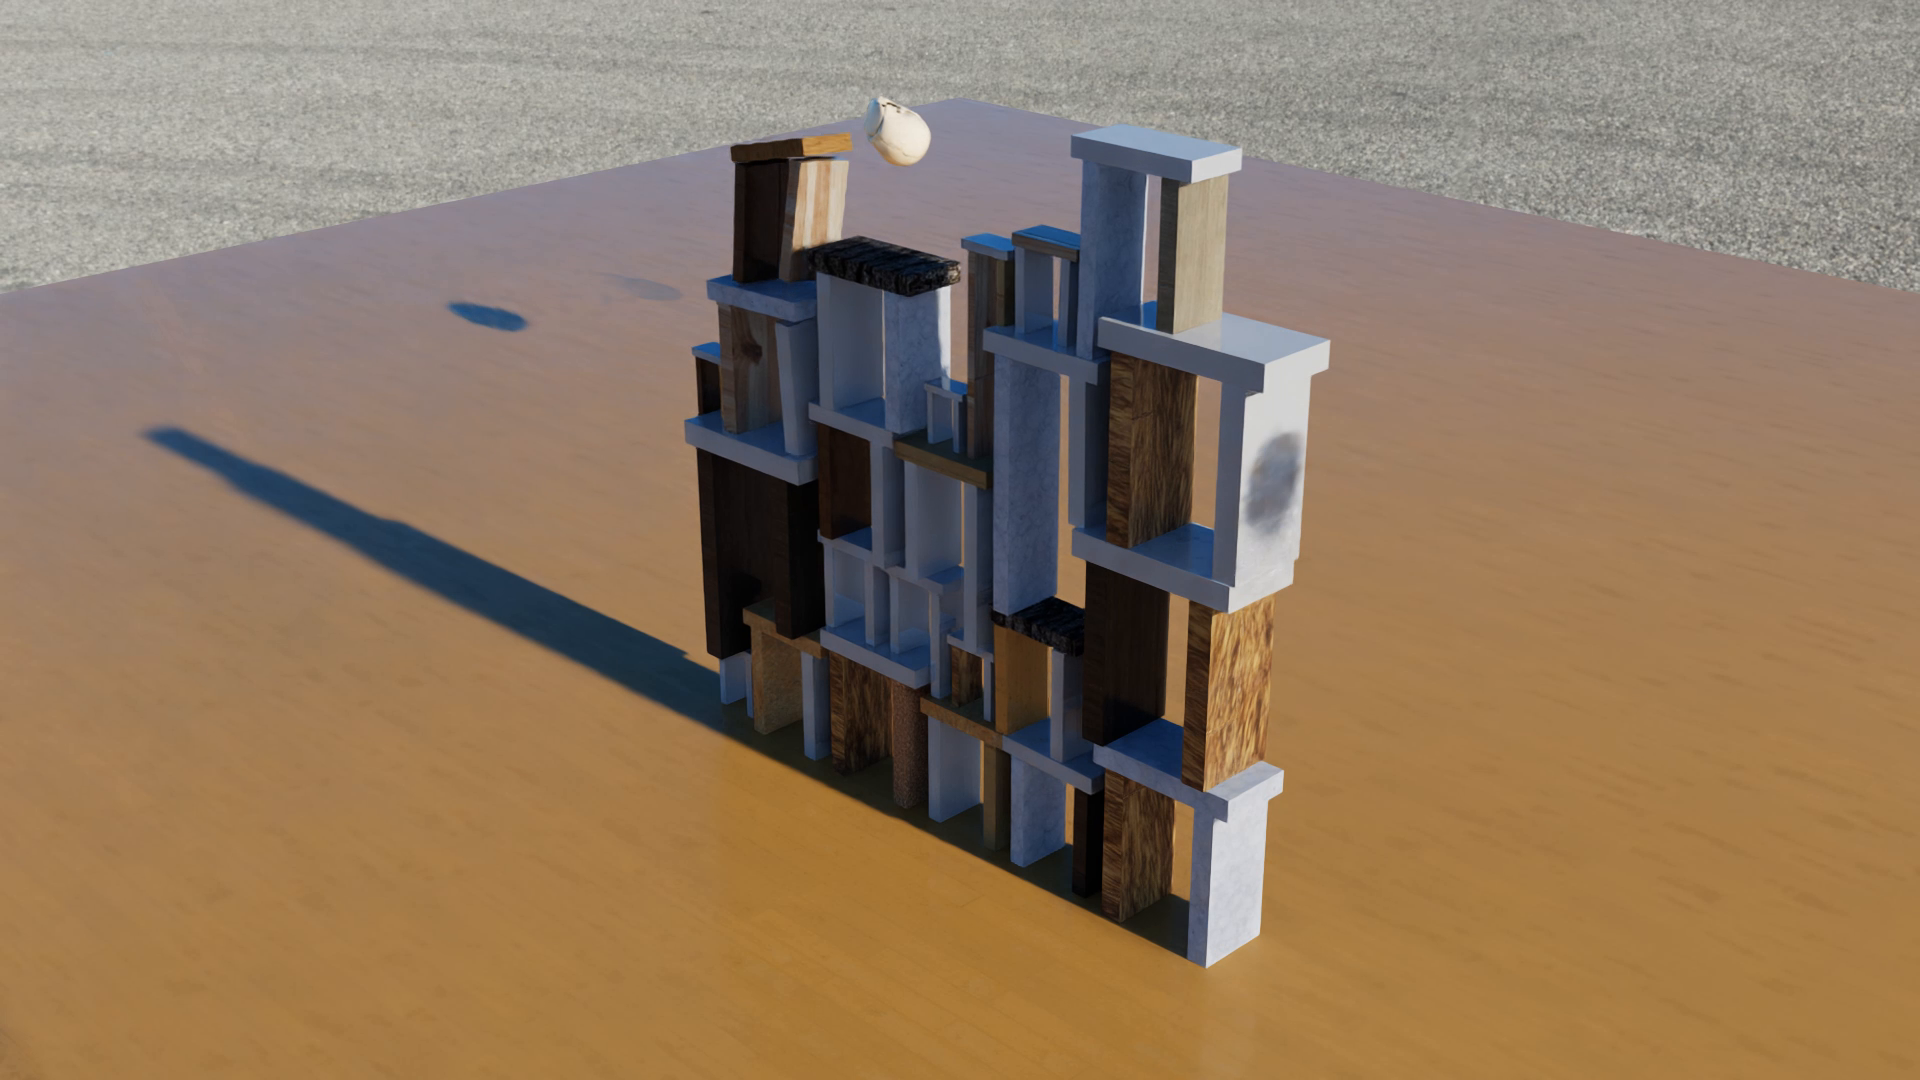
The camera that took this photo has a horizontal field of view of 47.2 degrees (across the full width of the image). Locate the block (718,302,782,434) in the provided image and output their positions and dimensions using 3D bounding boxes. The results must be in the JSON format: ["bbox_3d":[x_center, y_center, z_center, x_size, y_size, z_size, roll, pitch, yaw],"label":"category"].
[{"bbox_3d":[-0.425,-0.368,4.516,0.039,0.276,0.138,20,30,40],"label":"block"}]

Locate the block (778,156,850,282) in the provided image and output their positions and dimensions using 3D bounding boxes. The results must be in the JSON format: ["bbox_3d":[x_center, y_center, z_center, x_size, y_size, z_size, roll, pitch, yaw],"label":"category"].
[{"bbox_3d":[-0.283,-0.621,4.257,0.117,0.235,0.033,-11,27,-40],"label":"block"}]

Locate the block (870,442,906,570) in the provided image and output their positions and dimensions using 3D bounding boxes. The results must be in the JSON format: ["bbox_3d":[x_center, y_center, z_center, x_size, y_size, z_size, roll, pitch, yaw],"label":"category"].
[{"bbox_3d":[-0.116,-0.081,4.300,0.122,0.255,0.035,-20,30,-39],"label":"block"}]

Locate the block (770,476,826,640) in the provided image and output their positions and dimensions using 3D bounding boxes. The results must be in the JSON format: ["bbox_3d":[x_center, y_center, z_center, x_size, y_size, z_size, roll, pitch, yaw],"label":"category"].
[{"bbox_3d":[-0.303,0.013,4.551,0.176,0.353,0.050,-22,31,-41],"label":"block"}]

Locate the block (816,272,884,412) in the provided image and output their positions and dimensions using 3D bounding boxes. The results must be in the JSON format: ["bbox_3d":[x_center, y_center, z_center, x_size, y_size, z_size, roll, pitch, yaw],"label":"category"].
[{"bbox_3d":[-0.212,-0.400,4.285,0.039,0.275,0.137,21,31,40],"label":"block"}]

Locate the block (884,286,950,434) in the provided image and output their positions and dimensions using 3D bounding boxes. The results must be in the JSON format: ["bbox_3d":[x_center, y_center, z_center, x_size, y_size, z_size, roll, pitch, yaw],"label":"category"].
[{"bbox_3d":[-0.080,-0.351,4.168,0.039,0.275,0.137,21,31,39],"label":"block"}]

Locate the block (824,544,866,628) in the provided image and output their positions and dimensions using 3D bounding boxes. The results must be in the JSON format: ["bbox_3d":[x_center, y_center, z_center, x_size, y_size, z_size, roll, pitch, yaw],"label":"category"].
[{"bbox_3d":[-0.235,0.081,4.513,0.026,0.182,0.091,21,31,40],"label":"block"}]

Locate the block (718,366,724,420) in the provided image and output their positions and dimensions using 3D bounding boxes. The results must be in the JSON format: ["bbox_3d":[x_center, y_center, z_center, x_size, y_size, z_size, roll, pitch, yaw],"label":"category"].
[{"bbox_3d":[-0.474,-0.314,4.594,0.017,0.117,0.059,20,30,40],"label":"block"}]

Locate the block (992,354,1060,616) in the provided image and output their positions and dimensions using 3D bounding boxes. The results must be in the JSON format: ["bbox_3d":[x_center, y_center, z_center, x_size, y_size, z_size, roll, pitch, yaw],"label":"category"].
[{"bbox_3d":[0.122,-0.115,4.040,0.039,0.504,0.136,21,31,40],"label":"block"}]

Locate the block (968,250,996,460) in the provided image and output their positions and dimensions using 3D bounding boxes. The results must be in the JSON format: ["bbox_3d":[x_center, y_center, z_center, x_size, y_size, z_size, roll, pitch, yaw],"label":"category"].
[{"bbox_3d":[0.042,-0.343,4.030,0.017,0.399,0.062,21,31,40],"label":"block"}]

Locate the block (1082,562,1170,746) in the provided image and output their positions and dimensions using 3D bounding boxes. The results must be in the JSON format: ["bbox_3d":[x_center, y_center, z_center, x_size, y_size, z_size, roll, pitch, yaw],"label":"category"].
[{"bbox_3d":[0.301,0.180,3.975,0.050,0.352,0.176,21,31,40],"label":"block"}]

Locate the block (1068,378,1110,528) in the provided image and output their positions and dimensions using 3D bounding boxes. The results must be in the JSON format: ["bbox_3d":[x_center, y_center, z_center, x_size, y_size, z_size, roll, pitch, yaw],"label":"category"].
[{"bbox_3d":[0.251,-0.169,3.872,0.039,0.272,0.136,20,30,41],"label":"block"}]

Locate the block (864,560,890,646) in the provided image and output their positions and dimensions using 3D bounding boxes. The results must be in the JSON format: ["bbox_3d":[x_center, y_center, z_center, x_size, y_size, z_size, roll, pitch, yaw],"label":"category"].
[{"bbox_3d":[-0.150,0.115,4.433,0.026,0.182,0.091,21,31,40],"label":"block"}]

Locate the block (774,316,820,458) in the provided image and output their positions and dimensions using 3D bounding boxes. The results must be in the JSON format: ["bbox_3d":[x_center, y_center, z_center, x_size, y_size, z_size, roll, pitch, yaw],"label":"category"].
[{"bbox_3d":[-0.294,-0.318,4.388,0.039,0.276,0.138,21,35,39],"label":"block"}]

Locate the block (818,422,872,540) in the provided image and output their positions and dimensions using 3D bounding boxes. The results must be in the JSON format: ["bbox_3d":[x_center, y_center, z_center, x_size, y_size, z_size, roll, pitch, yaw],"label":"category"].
[{"bbox_3d":[-0.227,-0.134,4.409,0.035,0.244,0.122,21,31,41],"label":"block"}]

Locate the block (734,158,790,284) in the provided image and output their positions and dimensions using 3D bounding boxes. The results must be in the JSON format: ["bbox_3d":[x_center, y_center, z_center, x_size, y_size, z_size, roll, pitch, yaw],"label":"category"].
[{"bbox_3d":[-0.392,-0.635,4.371,0.117,0.235,0.033,-16,29,-39],"label":"block"}]

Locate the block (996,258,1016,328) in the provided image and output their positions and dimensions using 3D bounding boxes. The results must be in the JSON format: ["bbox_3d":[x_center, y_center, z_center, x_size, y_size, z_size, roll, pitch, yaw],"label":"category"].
[{"bbox_3d":[0.093,-0.446,3.917,0.017,0.123,0.062,21,30,40],"label":"block"}]

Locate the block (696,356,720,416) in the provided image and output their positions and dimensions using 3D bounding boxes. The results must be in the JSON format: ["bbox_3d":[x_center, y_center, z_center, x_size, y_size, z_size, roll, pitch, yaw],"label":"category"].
[{"bbox_3d":[-0.527,-0.094,4.753,0.058,0.647,0.017,-21,31,-40],"label":"block"}]

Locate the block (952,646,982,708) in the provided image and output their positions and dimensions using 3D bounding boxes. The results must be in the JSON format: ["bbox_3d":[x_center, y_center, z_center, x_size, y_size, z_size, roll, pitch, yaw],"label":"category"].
[{"bbox_3d":[0.014,0.257,4.312,0.018,0.131,0.065,21,31,41],"label":"block"}]

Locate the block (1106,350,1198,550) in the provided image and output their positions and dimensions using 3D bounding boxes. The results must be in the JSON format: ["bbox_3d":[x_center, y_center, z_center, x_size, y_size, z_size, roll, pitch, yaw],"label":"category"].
[{"bbox_3d":[0.332,-0.174,3.788,0.049,0.347,0.174,21,31,41],"label":"block"}]

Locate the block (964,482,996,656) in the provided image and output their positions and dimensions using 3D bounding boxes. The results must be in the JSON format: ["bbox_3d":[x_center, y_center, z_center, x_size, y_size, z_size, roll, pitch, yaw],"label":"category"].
[{"bbox_3d":[0.062,0.039,4.169,0.120,0.345,0.034,-21,31,-41],"label":"block"}]

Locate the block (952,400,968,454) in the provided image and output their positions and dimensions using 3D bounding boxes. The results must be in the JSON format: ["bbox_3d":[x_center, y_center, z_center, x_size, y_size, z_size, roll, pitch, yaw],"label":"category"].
[{"bbox_3d":[0.010,-0.218,4.115,0.015,0.103,0.051,20,30,41],"label":"block"}]

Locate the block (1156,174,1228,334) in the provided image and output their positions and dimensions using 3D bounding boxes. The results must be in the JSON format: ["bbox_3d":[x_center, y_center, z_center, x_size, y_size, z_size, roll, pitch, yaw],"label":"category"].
[{"bbox_3d":[0.380,-0.476,3.601,0.036,0.256,0.128,21,31,40],"label":"block"}]

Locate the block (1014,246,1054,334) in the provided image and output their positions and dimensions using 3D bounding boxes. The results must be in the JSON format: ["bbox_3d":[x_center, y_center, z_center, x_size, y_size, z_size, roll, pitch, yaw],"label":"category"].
[{"bbox_3d":[0.131,-0.448,3.881,0.022,0.155,0.077,20,30,40],"label":"block"}]

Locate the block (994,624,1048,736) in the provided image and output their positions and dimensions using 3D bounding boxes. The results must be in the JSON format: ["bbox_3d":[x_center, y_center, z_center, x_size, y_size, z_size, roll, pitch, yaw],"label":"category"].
[{"bbox_3d":[0.118,0.251,4.194,0.112,0.224,0.032,-21,29,-39],"label":"block"}]

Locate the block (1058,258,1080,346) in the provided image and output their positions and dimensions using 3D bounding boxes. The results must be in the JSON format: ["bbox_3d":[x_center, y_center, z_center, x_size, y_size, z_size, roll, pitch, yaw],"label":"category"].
[{"bbox_3d":[0.206,-0.419,3.815,0.022,0.155,0.077,23,32,40],"label":"block"}]

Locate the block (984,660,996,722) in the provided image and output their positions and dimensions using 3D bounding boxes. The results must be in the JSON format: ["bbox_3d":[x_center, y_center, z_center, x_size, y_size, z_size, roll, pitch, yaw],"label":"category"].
[{"bbox_3d":[0.076,0.281,4.255,0.018,0.131,0.065,21,31,41],"label":"block"}]

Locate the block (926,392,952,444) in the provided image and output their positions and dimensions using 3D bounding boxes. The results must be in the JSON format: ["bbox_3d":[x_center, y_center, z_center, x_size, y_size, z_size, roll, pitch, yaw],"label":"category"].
[{"bbox_3d":[-0.038,-0.237,4.160,0.015,0.103,0.051,20,30,41],"label":"block"}]

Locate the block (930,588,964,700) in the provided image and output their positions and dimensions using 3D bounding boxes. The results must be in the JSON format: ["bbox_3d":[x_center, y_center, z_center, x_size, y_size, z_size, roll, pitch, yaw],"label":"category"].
[{"bbox_3d":[-0.019,0.194,4.334,0.086,0.229,0.024,-21,31,-41],"label":"block"}]

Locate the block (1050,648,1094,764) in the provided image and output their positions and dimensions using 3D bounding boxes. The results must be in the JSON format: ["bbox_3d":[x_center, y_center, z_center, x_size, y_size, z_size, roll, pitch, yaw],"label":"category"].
[{"bbox_3d":[0.220,0.293,4.093,0.112,0.224,0.032,-20,30,-39],"label":"block"}]

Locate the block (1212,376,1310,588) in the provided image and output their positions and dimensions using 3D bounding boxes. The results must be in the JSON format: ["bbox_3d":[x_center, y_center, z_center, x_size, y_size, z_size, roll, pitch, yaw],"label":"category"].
[{"bbox_3d":[0.499,-0.111,3.640,0.049,0.347,0.174,21,31,40],"label":"block"}]

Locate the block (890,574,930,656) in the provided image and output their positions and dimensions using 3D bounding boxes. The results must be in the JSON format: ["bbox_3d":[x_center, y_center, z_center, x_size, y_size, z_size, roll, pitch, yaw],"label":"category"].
[{"bbox_3d":[-0.100,0.136,4.398,0.086,0.172,0.024,-21,31,-41],"label":"block"}]

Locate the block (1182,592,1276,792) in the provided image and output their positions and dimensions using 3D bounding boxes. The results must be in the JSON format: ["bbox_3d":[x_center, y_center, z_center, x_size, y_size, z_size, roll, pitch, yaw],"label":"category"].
[{"bbox_3d":[0.467,0.245,3.822,0.050,0.352,0.176,21,31,41],"label":"block"}]

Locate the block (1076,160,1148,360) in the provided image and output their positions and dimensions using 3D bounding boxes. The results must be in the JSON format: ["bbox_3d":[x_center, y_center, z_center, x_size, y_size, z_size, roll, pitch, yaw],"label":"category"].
[{"bbox_3d":[0.259,-0.485,3.732,0.036,0.342,0.128,22,31,40],"label":"block"}]

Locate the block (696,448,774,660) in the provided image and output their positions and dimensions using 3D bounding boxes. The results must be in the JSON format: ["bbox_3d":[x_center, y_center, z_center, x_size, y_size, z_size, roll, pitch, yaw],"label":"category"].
[{"bbox_3d":[-0.471,0.007,4.730,0.050,0.480,0.176,21,31,40],"label":"block"}]

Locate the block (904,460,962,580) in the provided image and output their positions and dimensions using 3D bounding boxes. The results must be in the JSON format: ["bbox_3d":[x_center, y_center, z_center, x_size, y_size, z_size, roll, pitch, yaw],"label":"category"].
[{"bbox_3d":[-0.051,-0.053,4.252,0.034,0.240,0.120,21,31,41],"label":"block"}]
